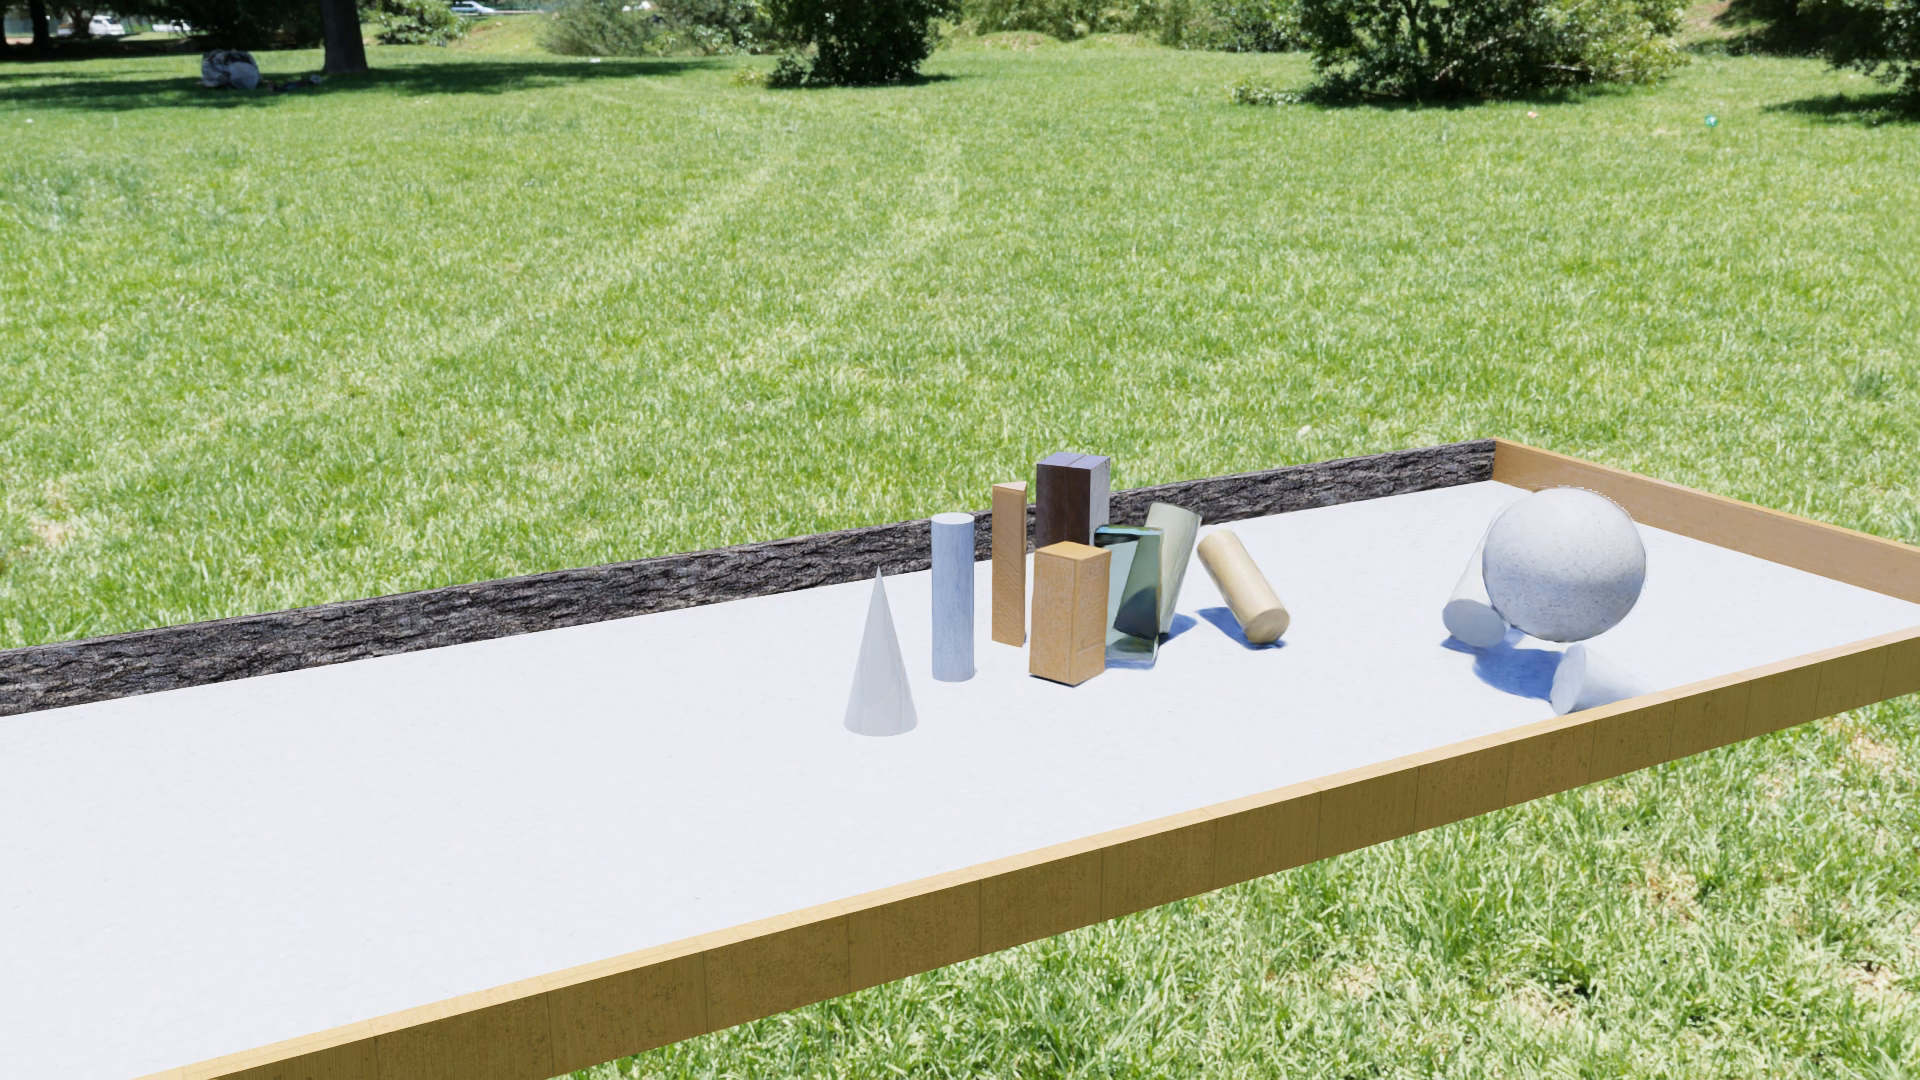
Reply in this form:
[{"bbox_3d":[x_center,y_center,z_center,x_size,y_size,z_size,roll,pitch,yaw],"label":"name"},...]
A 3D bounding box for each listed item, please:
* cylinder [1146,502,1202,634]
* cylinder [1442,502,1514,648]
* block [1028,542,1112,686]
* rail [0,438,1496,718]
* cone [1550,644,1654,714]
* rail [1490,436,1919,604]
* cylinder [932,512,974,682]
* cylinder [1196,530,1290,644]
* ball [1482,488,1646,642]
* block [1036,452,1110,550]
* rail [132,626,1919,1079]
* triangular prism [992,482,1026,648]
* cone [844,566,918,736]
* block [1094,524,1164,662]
[{"bbox_3d":[0.540,0.078,4.459,0.142,0.328,0.142,17,-7,2],"label":"cylinder"},{"bbox_3d":[1.456,0.090,4.449,0.170,0.170,0.410,12,46,34],"label":"cylinder"},{"bbox_3d":[0.276,0.182,4.153,0.138,0.321,0.138,12,17,36],"label":"block"},{"bbox_3d":[-3.305,0.497,3.399,12.000,0.150,0.050,-9,18,-27],"label":"rail"},{"bbox_3d":[1.598,0.374,3.930,0.311,0.177,0.177,16,16,-2],"label":"cone"},{"bbox_3d":[2.466,-0.048,5.253,0.050,0.150,2.100,-9,18,-27],"label":"rail"},{"bbox_3d":[-0.018,0.145,4.129,0.107,0.414,0.107,0,16,0],"label":"cylinder"},{"bbox_3d":[0.768,0.124,4.490,0.126,0.126,0.338,-5,40,-18],"label":"cylinder"},{"bbox_3d":[1.491,0.062,4.081,0.384,0.384,0.384,0,16,0],"label":"ball"},{"bbox_3d":[0.311,-0.003,4.567,0.156,0.449,0.156,7,18,24],"label":"block"},{"bbox_3d":[-2.336,1.006,1.665,12.000,0.150,0.050,-9,18,-27],"label":"rail"},{"bbox_3d":[0.149,0.061,4.381,0.098,0.432,0.085,12,20,36],"label":"triangular prism"},{"bbox_3d":[-0.187,0.243,3.839,0.179,0.389,0.179,0,16,0],"label":"cone"},{"bbox_3d":[0.433,0.135,4.282,0.165,0.325,0.165,3,8,10],"label":"block"}]
